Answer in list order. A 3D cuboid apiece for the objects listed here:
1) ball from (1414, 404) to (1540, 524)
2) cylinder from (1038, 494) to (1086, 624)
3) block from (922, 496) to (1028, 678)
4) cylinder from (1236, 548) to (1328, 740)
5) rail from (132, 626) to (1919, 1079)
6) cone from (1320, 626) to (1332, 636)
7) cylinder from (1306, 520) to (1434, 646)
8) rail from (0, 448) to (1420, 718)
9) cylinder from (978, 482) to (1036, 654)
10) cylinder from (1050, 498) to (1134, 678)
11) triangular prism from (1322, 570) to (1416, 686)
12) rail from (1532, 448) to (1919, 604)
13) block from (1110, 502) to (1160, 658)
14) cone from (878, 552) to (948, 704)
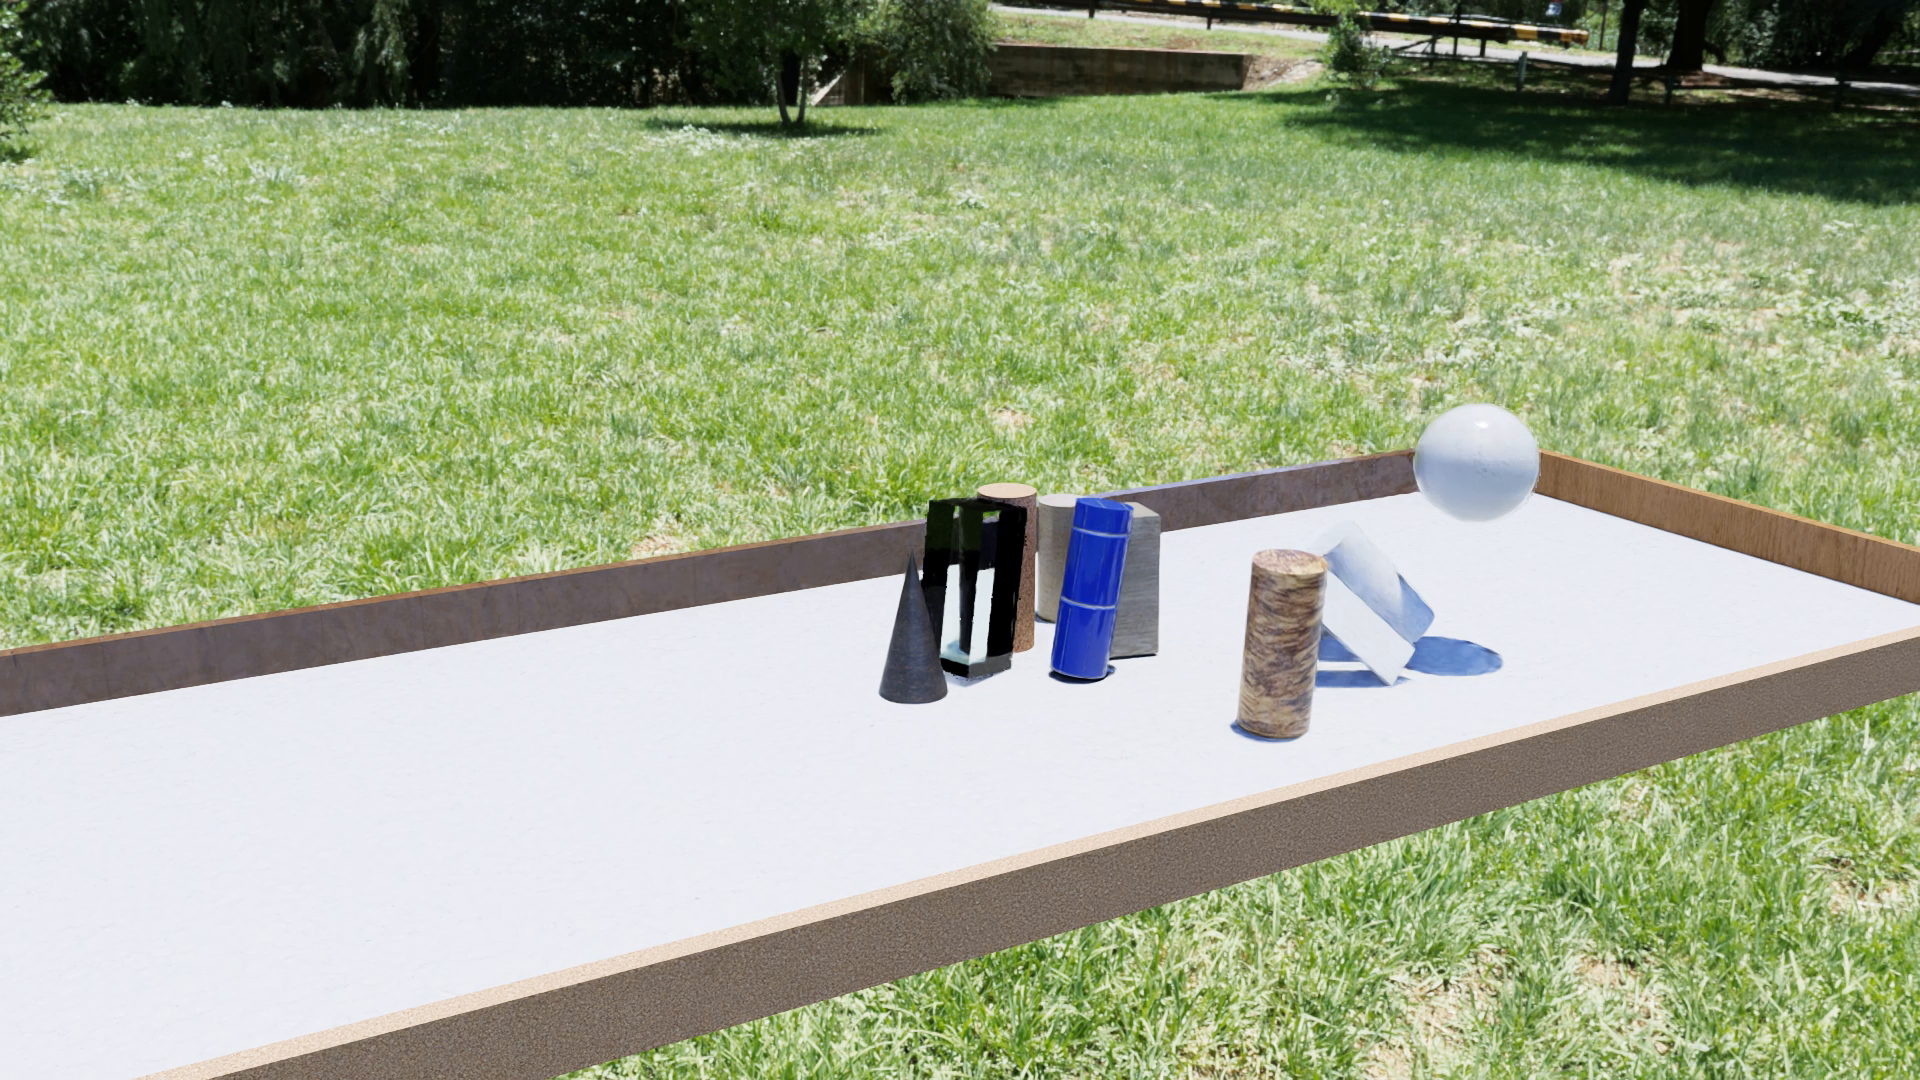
[{"bbox_3d":[1.307,-0.194,4.178,0.304,0.304,0.304,0,16,0],"label":"ball"},{"bbox_3d":[0.287,0.052,4.583,0.141,0.336,0.141,0,16,0],"label":"cylinder"},{"bbox_3d":[0.027,0.115,4.181,0.177,0.419,0.177,13,12,38],"label":"block"},{"bbox_3d":[0.742,0.239,3.807,0.171,0.404,0.171,2,19,-1],"label":"cylinder"},{"bbox_3d":[-2.336,1.006,1.665,12.000,0.150,0.050,-9,18,-27],"label":"rail"},{"bbox_3d":[0.982,0.220,4.467,0.363,0.160,0.160,4,11,-36],"label":"cone"},{"bbox_3d":[1.066,0.124,4.303,0.167,0.330,0.167,-42,7,6],"label":"cylinder"},{"bbox_3d":[-3.305,0.497,3.399,12.000,0.150,0.050,-9,18,-27],"label":"rail"},{"bbox_3d":[0.122,0.074,4.351,0.154,0.424,0.154,0,16,0],"label":"cylinder"},{"bbox_3d":[0.330,0.120,4.147,0.147,0.432,0.147,8,11,-2],"label":"cylinder"},{"bbox_3d":[0.988,0.207,4.121,0.323,0.105,0.121,41,12,-11],"label":"triangular prism"},{"bbox_3d":[2.466,-0.048,5.253,0.050,0.150,2.100,-9,18,-27],"label":"rail"},{"bbox_3d":[0.411,0.103,4.335,0.174,0.368,0.174,-4,14,-14],"label":"block"},{"bbox_3d":[-0.116,0.197,4.026,0.174,0.370,0.174,0,16,0],"label":"cone"}]
